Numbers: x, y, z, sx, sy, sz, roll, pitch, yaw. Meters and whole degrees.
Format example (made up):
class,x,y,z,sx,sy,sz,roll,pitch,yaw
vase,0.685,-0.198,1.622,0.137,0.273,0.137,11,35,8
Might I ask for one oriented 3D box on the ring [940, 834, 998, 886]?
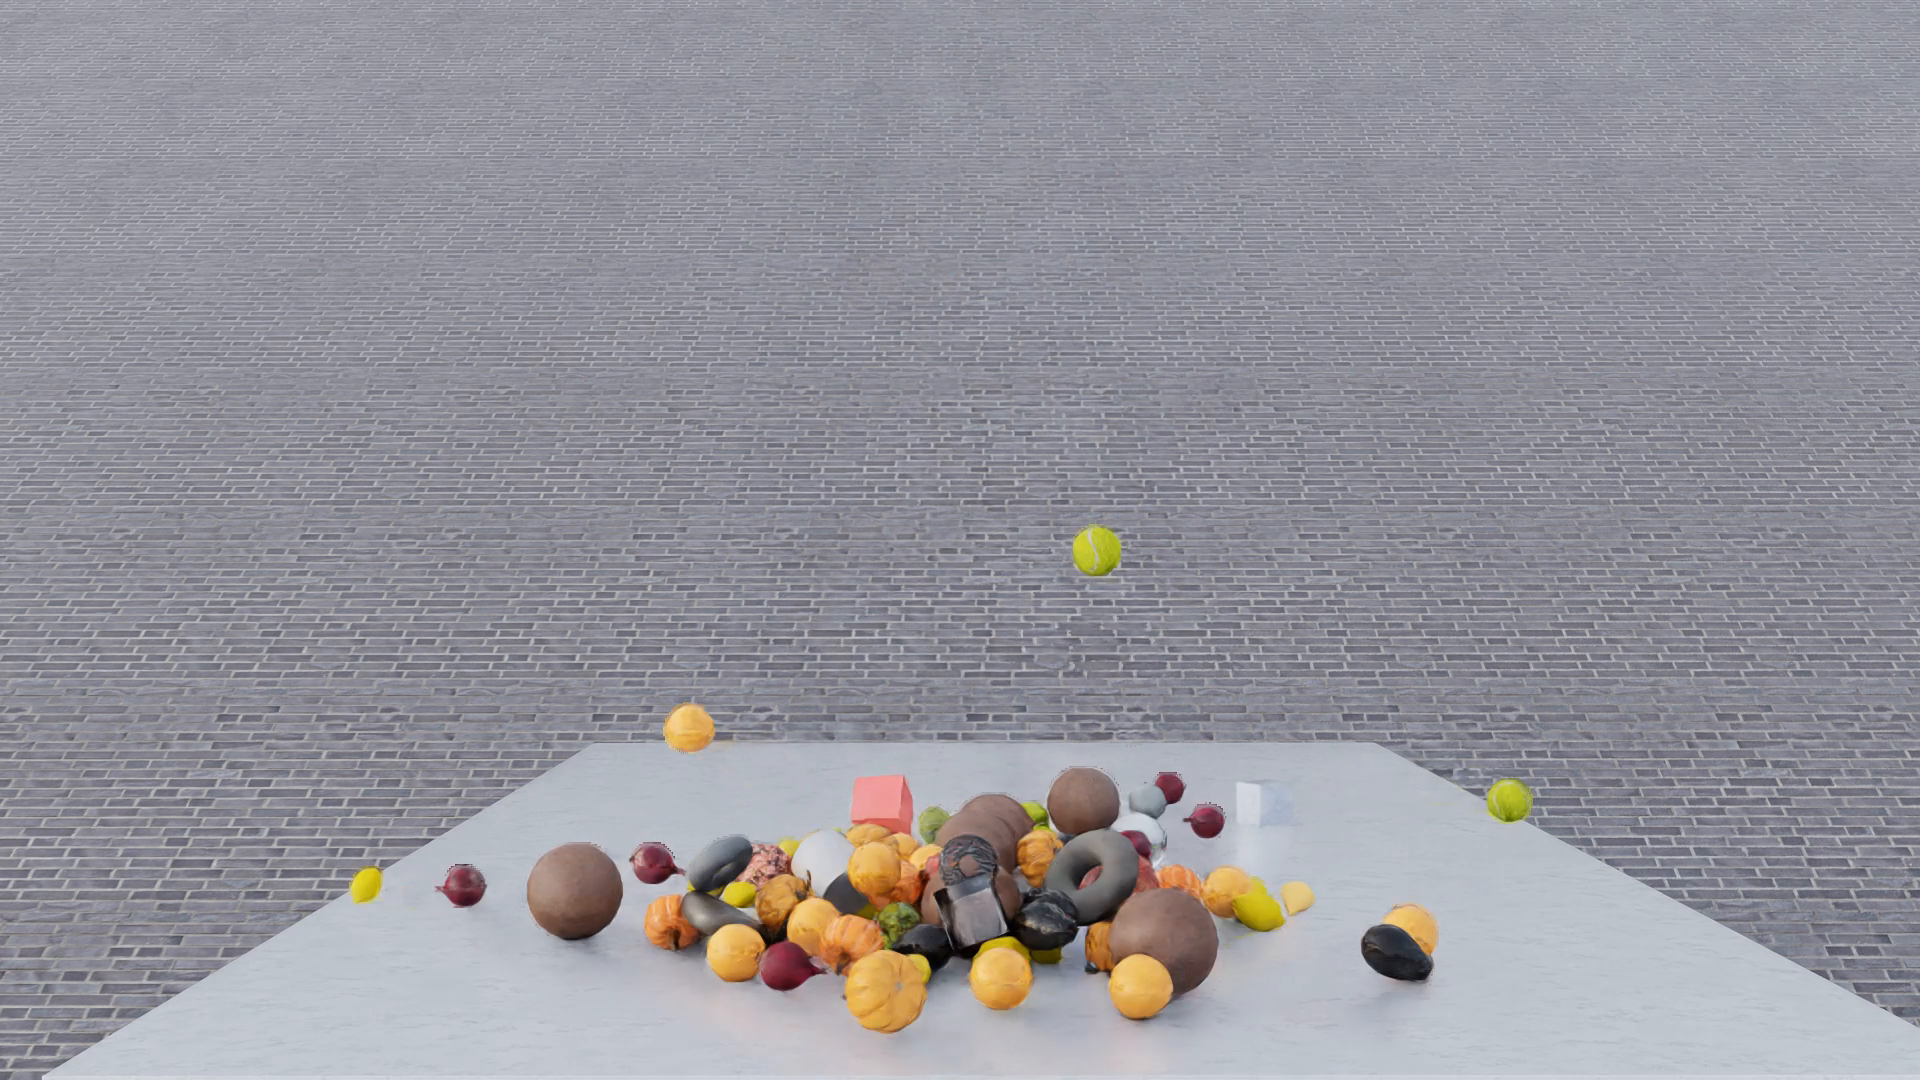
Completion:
class,x,y,z,sx,sy,sz,roll,pitch,yaw
ring,0.011,0.409,3.247,0.079,0.079,0.026,-14,-9,-23

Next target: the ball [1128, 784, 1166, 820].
class,x,y,z,sx,sy,sz,roll,pitch,yaw
ball,0.304,0.426,4.197,0.062,0.062,0.062,0,29,0

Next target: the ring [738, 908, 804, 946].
class,x,y,z,sx,sy,sz,roll,pitch,yaw
ring,-0.268,0.520,3.468,0.117,0.039,0.117,3,2,0

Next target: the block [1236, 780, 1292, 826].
class,x,y,z,sx,sy,sz,roll,pitch,yaw
block,0.571,0.493,4.854,0.075,0.075,0.075,0,0,-30

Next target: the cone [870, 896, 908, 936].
class,x,y,z,sx,sy,sz,roll,pitch,yaw
cone,-0.097,0.512,3.547,0.053,0.053,0.053,0,0,0

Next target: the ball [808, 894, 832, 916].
class,x,y,z,sx,sy,sz,roll,pitch,yaw
ball,-0.183,0.505,3.693,0.067,0.067,0.067,0,29,0

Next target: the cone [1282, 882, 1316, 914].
class,x,y,z,sx,sy,sz,roll,pitch,yaw
cone,0.480,0.526,3.721,0.050,0.050,0.050,11,25,19

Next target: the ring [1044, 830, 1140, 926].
class,x,y,z,sx,sy,sz,roll,pitch,yaw
ring,0.169,0.435,3.337,0.139,0.046,0.139,-27,37,22

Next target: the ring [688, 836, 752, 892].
class,x,y,z,sx,sy,sz,roll,pitch,yaw
ring,-0.311,0.421,3.361,0.094,0.094,0.031,-22,62,-34

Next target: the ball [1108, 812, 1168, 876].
class,x,y,z,sx,sy,sz,roll,pitch,yaw
ball,0.281,0.485,4.130,0.099,0.099,0.099,0,29,0

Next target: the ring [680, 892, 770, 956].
class,x,y,z,sx,sy,sz,roll,pitch,yaw
ring,-0.304,0.497,3.352,0.129,0.043,0.129,30,-6,3

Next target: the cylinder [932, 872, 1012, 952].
class,x,y,z,sx,sy,sz,roll,pitch,yaw
cylinder,0.015,0.458,3.184,0.076,0.076,0.076,-19,-8,-3

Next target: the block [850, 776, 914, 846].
class,x,y,z,sx,sy,sz,roll,pitch,yaw
block,-0.134,0.470,4.488,0.086,0.086,0.086,-4,51,12

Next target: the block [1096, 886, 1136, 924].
class,x,y,z,sx,sy,sz,roll,pitch,yaw
block,0.203,0.496,3.666,0.084,0.084,0.084,0,0,10

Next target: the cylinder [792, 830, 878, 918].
class,x,y,z,sx,sy,sz,roll,pitch,yaw
cylinder,-0.171,0.457,3.539,0.087,0.087,0.087,-18,34,-29

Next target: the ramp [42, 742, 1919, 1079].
class,x,y,z,sx,sy,sz,roll,pitch,yaw
ramp,0.065,0.582,4.629,2.000,0.100,4.000,0,0,0

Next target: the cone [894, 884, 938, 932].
class,x,y,z,sx,sy,sz,roll,pitch,yaw
cone,-0.050,0.523,3.572,0.069,0.069,0.069,-10,32,-18
